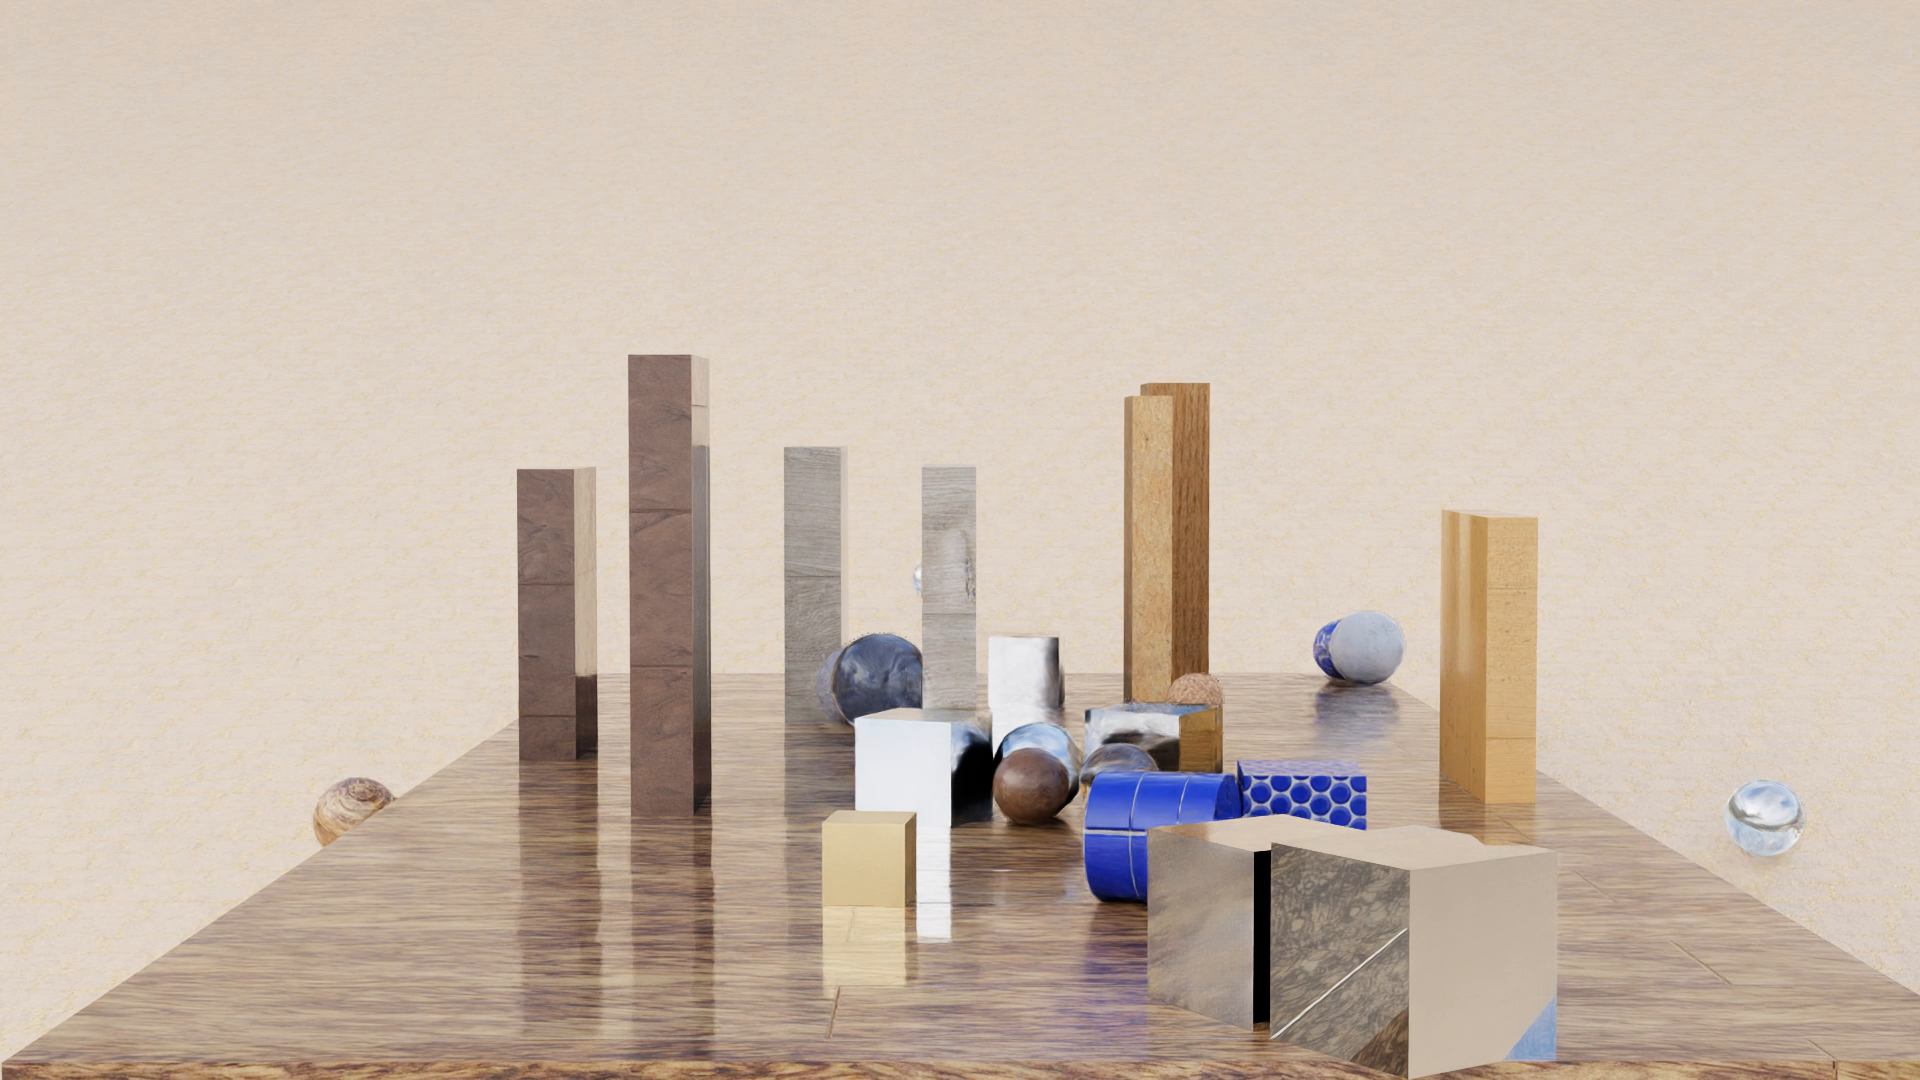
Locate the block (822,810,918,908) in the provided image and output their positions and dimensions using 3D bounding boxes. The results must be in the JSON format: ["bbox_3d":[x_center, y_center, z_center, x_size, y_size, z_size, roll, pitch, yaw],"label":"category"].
[{"bbox_3d":[-0.119,0.421,3.409,0.109,0.109,0.109,0,3,7],"label":"block"}]

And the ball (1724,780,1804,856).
[{"bbox_3d":[1.829,0.632,5.850,0.173,0.173,0.173,0,23,0],"label":"ball"}]

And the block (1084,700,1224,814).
[{"bbox_3d":[0.316,0.356,4.185,0.169,0.169,0.169,1,3,30],"label":"block"}]

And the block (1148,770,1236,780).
[{"bbox_3d":[0.296,0.399,3.542,0.142,0.142,0.142,1,3,17],"label":"block"}]

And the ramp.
[{"bbox_3d":[0.053,0.476,4.536,2.000,0.100,4.000,0,3,0],"label":"ramp"}]

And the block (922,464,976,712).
[{"bbox_3d":[-0.018,0.153,4.380,0.089,0.559,0.371,0,3,0],"label":"block"}]

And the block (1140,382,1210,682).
[{"bbox_3d":[0.488,0.005,5.878,0.135,0.722,0.279,0,3,0],"label":"block"}]

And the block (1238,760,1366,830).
[{"bbox_3d":[0.463,0.390,3.499,0.162,0.162,0.162,0,3,3],"label":"block"}]

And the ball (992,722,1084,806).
[{"bbox_3d":[0.126,0.368,4.146,0.149,0.149,0.149,0,23,0],"label":"ball"}]

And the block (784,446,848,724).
[{"bbox_3d":[-0.309,0.088,5.587,0.119,0.582,0.380,0,3,0],"label":"block"}]

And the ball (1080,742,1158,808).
[{"bbox_3d":[0.252,0.383,4.045,0.129,0.129,0.129,0,23,0],"label":"ball"}]

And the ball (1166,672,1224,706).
[{"bbox_3d":[0.485,0.333,5.312,0.117,0.117,0.117,0,23,0],"label":"ball"}]

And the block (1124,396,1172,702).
[{"bbox_3d":[0.399,0.039,5.484,0.082,0.689,0.277,0,3,0],"label":"block"}]

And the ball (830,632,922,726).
[{"bbox_3d":[-0.157,0.288,5.155,0.205,0.205,0.205,0,23,0],"label":"ball"}]

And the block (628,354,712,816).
[{"bbox_3d":[-0.479,0.067,4.273,0.101,0.741,0.305,0,3,0],"label":"block"}]

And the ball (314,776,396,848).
[{"bbox_3d":[-1.197,0.557,5.112,0.171,0.171,0.171,0,23,0],"label":"ball"}]

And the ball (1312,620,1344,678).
[{"bbox_3d":[0.947,0.271,6.374,0.146,0.146,0.146,0,23,0],"label":"ball"}]

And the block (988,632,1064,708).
[{"bbox_3d":[0.150,0.291,5.800,0.158,0.158,0.158,0,3,7],"label":"block"}]

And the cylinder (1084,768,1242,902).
[{"bbox_3d":[0.268,0.391,3.379,0.170,0.170,0.170,3,22,20],"label":"cylinder"}]

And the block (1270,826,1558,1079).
[{"bbox_3d":[0.457,0.410,2.603,0.202,0.202,0.202,-2,3,-34],"label":"block"}]

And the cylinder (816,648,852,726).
[{"bbox_3d":[-0.193,0.309,5.343,0.163,0.163,0.163,-11,7,-25],"label":"cylinder"}]

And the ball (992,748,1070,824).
[{"bbox_3d":[0.111,0.383,4.013,0.120,0.120,0.120,0,23,0],"label":"ball"}]

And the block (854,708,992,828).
[{"bbox_3d":[-0.057,0.362,4.112,0.165,0.165,0.165,1,3,23],"label":"block"}]

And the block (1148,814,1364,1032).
[{"bbox_3d":[0.334,0.409,2.785,0.187,0.187,0.187,-2,3,-31],"label":"block"}]

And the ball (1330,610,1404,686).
[{"bbox_3d":[0.982,0.261,6.215,0.180,0.180,0.180,0,23,0],"label":"ball"}]

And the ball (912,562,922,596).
[{"bbox_3d":[-0.080,0.109,7.177,0.109,0.109,0.109,0,23,0],"label":"ball"}]

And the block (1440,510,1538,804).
[{"bbox_3d":[0.913,0.191,4.465,0.083,0.475,0.407,0,3,0],"label":"block"}]

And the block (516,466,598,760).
[{"bbox_3d":[-0.773,0.134,4.953,0.107,0.547,0.294,0,3,0],"label":"block"}]
